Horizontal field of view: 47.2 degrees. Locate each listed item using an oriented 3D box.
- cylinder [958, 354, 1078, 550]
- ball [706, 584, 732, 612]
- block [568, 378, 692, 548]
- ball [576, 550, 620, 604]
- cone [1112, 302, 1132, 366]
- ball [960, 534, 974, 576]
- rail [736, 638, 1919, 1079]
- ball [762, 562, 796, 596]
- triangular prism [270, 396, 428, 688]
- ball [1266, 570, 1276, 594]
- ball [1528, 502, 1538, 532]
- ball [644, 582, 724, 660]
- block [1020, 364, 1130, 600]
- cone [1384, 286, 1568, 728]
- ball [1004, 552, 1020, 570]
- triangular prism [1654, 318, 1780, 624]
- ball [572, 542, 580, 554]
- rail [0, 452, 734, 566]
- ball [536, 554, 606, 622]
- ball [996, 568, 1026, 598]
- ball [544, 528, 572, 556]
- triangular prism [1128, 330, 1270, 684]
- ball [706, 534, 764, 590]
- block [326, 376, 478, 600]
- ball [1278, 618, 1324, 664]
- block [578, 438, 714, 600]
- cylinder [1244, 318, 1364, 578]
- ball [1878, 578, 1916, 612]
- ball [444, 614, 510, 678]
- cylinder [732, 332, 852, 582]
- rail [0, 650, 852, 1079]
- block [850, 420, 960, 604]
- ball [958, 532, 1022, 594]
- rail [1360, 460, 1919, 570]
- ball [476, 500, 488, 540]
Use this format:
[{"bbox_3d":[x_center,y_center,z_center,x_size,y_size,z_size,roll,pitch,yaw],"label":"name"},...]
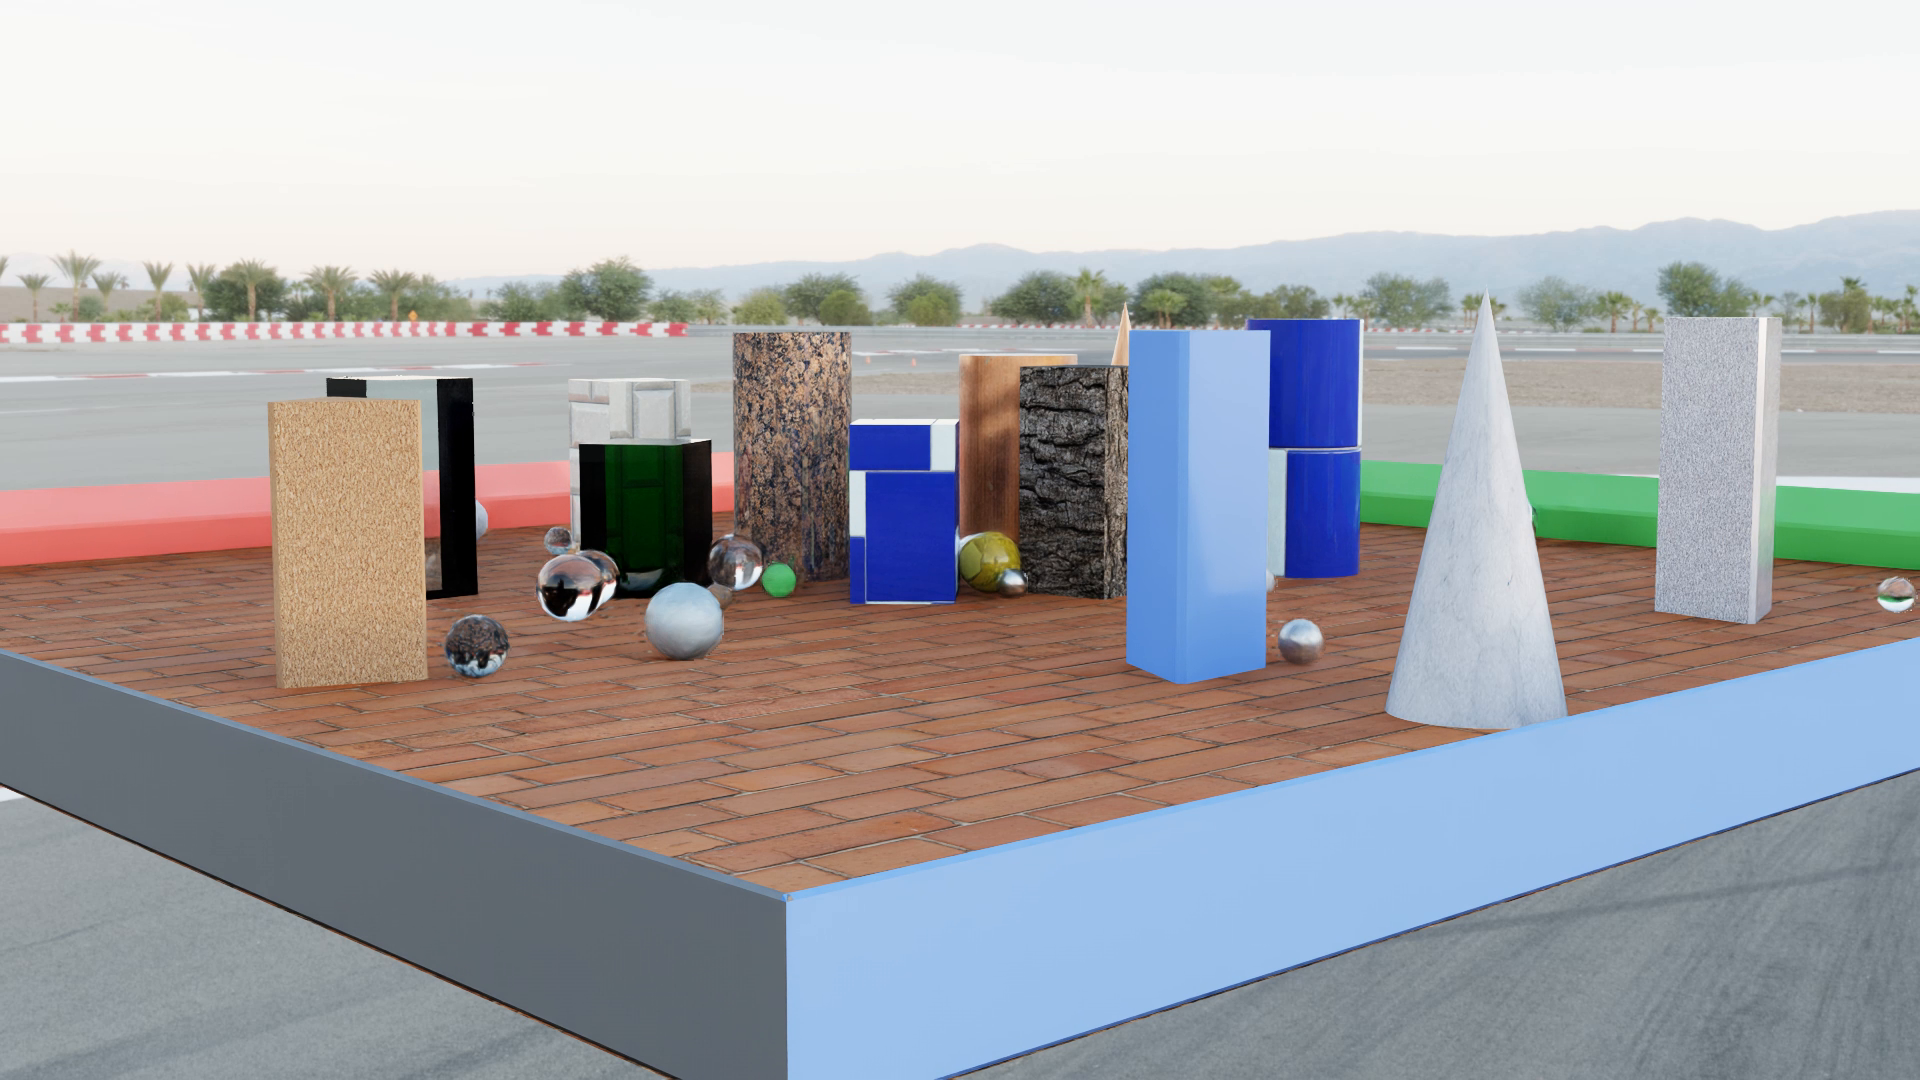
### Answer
[{"bbox_3d":[0.098,-0.127,3.720,0.200,0.372,0.200,0,6,0],"label":"cylinder"},{"bbox_3d":[-0.360,0.086,3.262,0.042,0.042,0.042,0,6,0],"label":"ball"},{"bbox_3d":[-0.590,-0.125,3.934,0.160,0.323,0.160,-4,7,-36],"label":"block"},{"bbox_3d":[-0.559,0.057,3.329,0.086,0.086,0.086,0,6,0],"label":"ball"},{"bbox_3d":[0.299,-0.202,3.995,0.200,0.463,0.200,0,6,0],"label":"cone"},{"bbox_3d":[0.031,0.030,3.613,0.081,0.081,0.081,0,6,0],"label":"ball"},{"bbox_3d":[1.014,0.148,2.238,3.058,0.130,0.045,-5,8,-42],"label":"rail"},{"bbox_3d":[-0.283,0.062,3.437,0.053,0.053,0.053,0,6,0],"label":"ball"},{"bbox_3d":[-0.757,-0.003,2.691,0.173,0.338,0.150,-3,6,-23],"label":"triangular prism"},{"bbox_3d":[0.473,0.066,3.451,0.042,0.042,0.042,0,6,0],"label":"ball"},{"bbox_3d":[1.064,-0.038,4.223,0.090,0.090,0.090,0,6,0],"label":"ball"},{"bbox_3d":[-0.353,0.104,2.816,0.100,0.100,0.100,0,6,0],"label":"ball"},{"bbox_3d":[0.206,-0.097,3.495,0.160,0.358,0.160,4,7,36],"label":"block"},{"bbox_3d":[0.575,-0.044,2.427,0.200,0.474,0.200,0,6,0],"label":"cone"},{"bbox_3d":[0.100,0.048,3.551,0.057,0.057,0.057,0,6,0],"label":"ball"},{"bbox_3d":[1.147,-0.108,3.229,0.150,0.435,0.173,-4,7,-33],"label":"triangular prism"},{"bbox_3d":[-0.659,0.024,3.858,0.042,0.042,0.042,0,6,0],"label":"ball"},{"bbox_3d":[-1.014,-0.080,4.425,3.058,0.130,0.045,-5,8,-42],"label":"rail"},{"bbox_3d":[-0.560,0.069,3.161,0.098,0.098,0.098,0,6,0],"label":"ball"},{"bbox_3d":[0.079,0.067,3.416,0.048,0.048,0.048,0,6,0],"label":"ball"},{"bbox_3d":[-0.734,0.002,4.022,0.052,0.052,0.052,0,6,0],"label":"ball"},{"bbox_3d":[0.269,-0.049,2.727,0.150,0.421,0.173,5,8,43],"label":"triangular prism"},{"bbox_3d":[-0.359,0.035,3.511,0.091,0.091,0.091,0,6,0],"label":"ball"},{"bbox_3d":[-0.873,-0.083,3.445,0.160,0.341,0.160,5,8,42],"label":"block"},{"bbox_3d":[0.431,0.129,2.780,0.057,0.057,0.057,0,6,0],"label":"ball"},{"bbox_3d":[-0.495,-0.036,3.481,0.160,0.240,0.160,1,6,13],"label":"block"},{"bbox_3d":[0.584,-0.161,3.755,0.200,0.431,0.200,0,6,0],"label":"cylinder"},{"bbox_3d":[1.388,0.081,3.261,0.052,0.052,0.052,0,6,0],"label":"ball"},{"bbox_3d":[-0.588,0.129,2.678,0.077,0.077,0.077,0,6,0],"label":"ball"},{"bbox_3d":[-0.281,-0.144,3.693,0.200,0.410,0.200,0,6,0],"label":"cylinder"},{"bbox_3d":[-1.106,0.139,2.316,0.045,0.130,3.039,-5,8,-42],"label":"rail"},{"bbox_3d":[-0.084,-0.047,3.420,0.160,0.274,0.160,0,6,3],"label":"block"},{"bbox_3d":[0.047,0.035,3.476,0.099,0.099,0.099,0,6,0],"label":"ball"},{"bbox_3d":[1.106,-0.072,4.347,0.045,0.130,3.039,-5,8,-42],"label":"rail"},{"bbox_3d":[-0.953,-0.038,4.233,0.088,0.088,0.088,0,6,0],"label":"ball"}]
